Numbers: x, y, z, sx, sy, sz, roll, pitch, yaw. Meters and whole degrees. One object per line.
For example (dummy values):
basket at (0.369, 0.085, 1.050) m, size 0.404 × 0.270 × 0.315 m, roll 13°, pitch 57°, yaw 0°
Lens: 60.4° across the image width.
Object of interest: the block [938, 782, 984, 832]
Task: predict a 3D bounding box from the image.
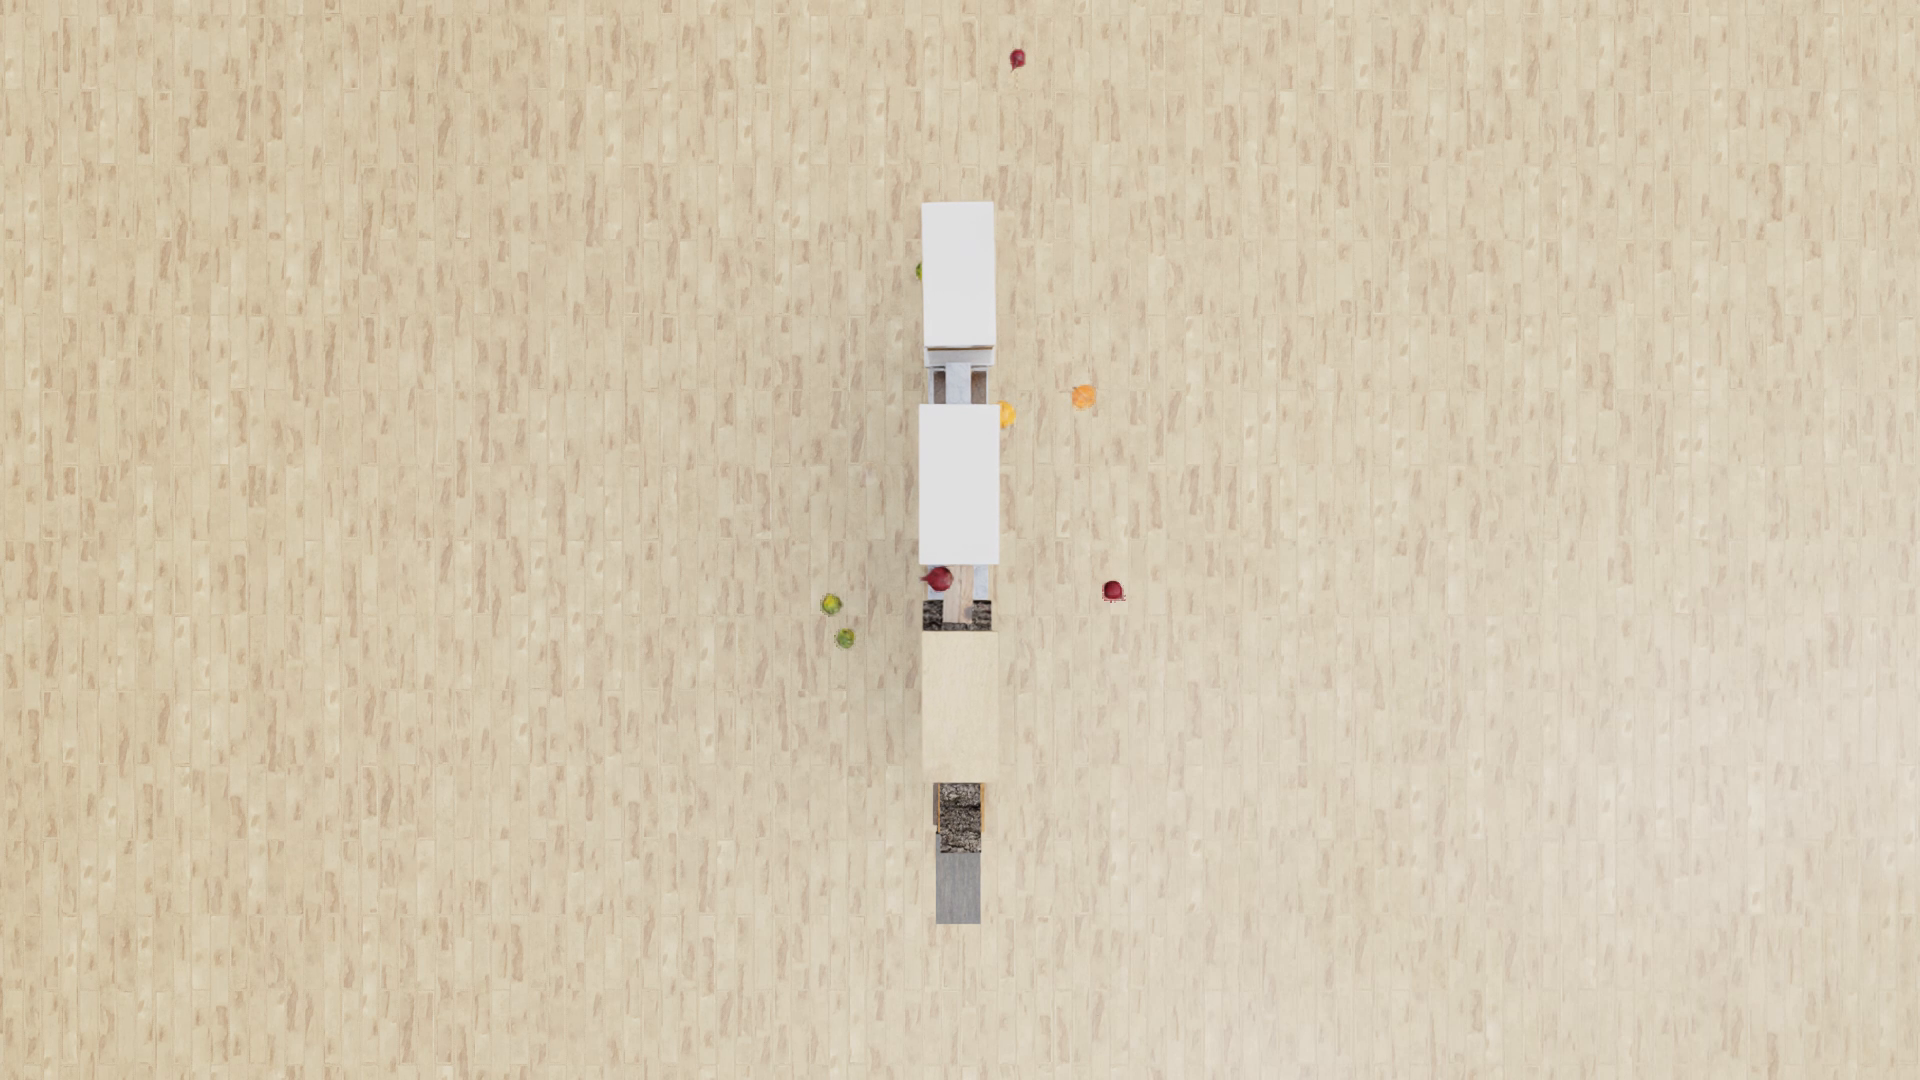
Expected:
block at (0.004, 0.626, 4.216) m, size 0.118 × 0.034 × 0.237 m, roll 0°, pitch 90°, yaw 0°

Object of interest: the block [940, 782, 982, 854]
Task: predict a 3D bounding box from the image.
block at (0.001, 0.655, 3.987) m, size 0.099 × 0.028 × 0.198 m, roll -1°, pitch 90°, yaw 0°

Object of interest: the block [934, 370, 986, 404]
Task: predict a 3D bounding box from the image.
block at (0.001, -0.291, 4.142) m, size 0.132 × 0.037 × 0.264 m, roll 0°, pitch 90°, yaw 0°

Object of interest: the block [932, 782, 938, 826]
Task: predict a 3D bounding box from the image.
block at (-0.004, 0.635, 4.489) m, size 0.139 × 0.039 × 0.278 m, roll 0°, pitch 90°, yaw 0°

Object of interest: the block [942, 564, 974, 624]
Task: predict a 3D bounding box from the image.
block at (-0.004, 0.130, 3.978) m, size 0.070 × 0.020 × 0.140 m, roll 2°, pitch 90°, yaw 0°

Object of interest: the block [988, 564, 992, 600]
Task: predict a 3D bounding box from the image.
block at (0.002, 0.013, 4.499) m, size 0.173 × 0.049 × 0.347 m, roll 0°, pitch 90°, yaw 0°

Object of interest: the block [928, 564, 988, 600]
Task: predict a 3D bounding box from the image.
block at (-0.005, -0.003, 4.149) m, size 0.152 × 0.043 × 0.304 m, roll 0°, pitch 90°, yaw 0°

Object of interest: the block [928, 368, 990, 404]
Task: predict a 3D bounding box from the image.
block at (-0.004, -0.328, 4.447) m, size 0.163 × 0.046 × 0.327 m, roll 0°, pitch 90°, yaw 0°

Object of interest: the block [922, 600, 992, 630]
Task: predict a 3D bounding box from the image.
block at (-0.007, 0.329, 4.192) m, size 0.174 × 0.049 × 0.347 m, roll 0°, pitch 90°, yaw 0°

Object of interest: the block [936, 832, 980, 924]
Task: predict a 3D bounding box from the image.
block at (-0.005, 0.865, 4.223) m, size 0.115 × 0.033 × 0.230 m, roll 0°, pitch 90°, yaw 0°

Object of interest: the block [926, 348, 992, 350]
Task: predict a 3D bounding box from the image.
block at (-0.001, -0.486, 3.872) m, size 0.159 × 0.319 × 0.045 m, roll -1°, pitch 90°, yaw 0°

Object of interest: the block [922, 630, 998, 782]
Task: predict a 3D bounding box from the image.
block at (0.001, 0.382, 3.796) m, size 0.173 × 0.049 × 0.347 m, roll 0°, pitch 90°, yaw 0°

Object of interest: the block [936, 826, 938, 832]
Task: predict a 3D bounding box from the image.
block at (-0.005, 0.787, 4.354) m, size 0.115 × 0.230 × 0.033 m, roll 0°, pitch 90°, yaw 0°

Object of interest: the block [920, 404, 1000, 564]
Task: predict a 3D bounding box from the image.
block at (-0.002, -0.126, 3.738) m, size 0.180 × 0.051 × 0.360 m, roll 0°, pitch 90°, yaw 0°

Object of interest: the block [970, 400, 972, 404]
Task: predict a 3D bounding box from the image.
block at (-0.003, -0.329, 4.063) m, size 0.060 × 0.120 × 0.017 m, roll 0°, pitch 91°, yaw 0°

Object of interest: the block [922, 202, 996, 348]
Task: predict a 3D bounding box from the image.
block at (-0.002, -0.592, 3.690) m, size 0.159 × 0.045 × 0.319 m, roll -1°, pitch 90°, yaw 0°

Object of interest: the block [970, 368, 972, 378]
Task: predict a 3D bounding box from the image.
block at (-0.003, -0.409, 4.063) m, size 0.060 × 0.120 × 0.017 m, roll 0°, pitch 91°, yaw 0°

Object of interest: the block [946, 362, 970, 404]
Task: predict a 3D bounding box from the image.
block at (-0.004, -0.369, 3.995) m, size 0.060 × 0.017 × 0.120 m, roll 0°, pitch 90°, yaw 0°

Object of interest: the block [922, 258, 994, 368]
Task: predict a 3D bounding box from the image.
block at (-0.004, -0.598, 4.056) m, size 0.172 × 0.049 × 0.344 m, roll -1°, pitch 90°, yaw 0°
